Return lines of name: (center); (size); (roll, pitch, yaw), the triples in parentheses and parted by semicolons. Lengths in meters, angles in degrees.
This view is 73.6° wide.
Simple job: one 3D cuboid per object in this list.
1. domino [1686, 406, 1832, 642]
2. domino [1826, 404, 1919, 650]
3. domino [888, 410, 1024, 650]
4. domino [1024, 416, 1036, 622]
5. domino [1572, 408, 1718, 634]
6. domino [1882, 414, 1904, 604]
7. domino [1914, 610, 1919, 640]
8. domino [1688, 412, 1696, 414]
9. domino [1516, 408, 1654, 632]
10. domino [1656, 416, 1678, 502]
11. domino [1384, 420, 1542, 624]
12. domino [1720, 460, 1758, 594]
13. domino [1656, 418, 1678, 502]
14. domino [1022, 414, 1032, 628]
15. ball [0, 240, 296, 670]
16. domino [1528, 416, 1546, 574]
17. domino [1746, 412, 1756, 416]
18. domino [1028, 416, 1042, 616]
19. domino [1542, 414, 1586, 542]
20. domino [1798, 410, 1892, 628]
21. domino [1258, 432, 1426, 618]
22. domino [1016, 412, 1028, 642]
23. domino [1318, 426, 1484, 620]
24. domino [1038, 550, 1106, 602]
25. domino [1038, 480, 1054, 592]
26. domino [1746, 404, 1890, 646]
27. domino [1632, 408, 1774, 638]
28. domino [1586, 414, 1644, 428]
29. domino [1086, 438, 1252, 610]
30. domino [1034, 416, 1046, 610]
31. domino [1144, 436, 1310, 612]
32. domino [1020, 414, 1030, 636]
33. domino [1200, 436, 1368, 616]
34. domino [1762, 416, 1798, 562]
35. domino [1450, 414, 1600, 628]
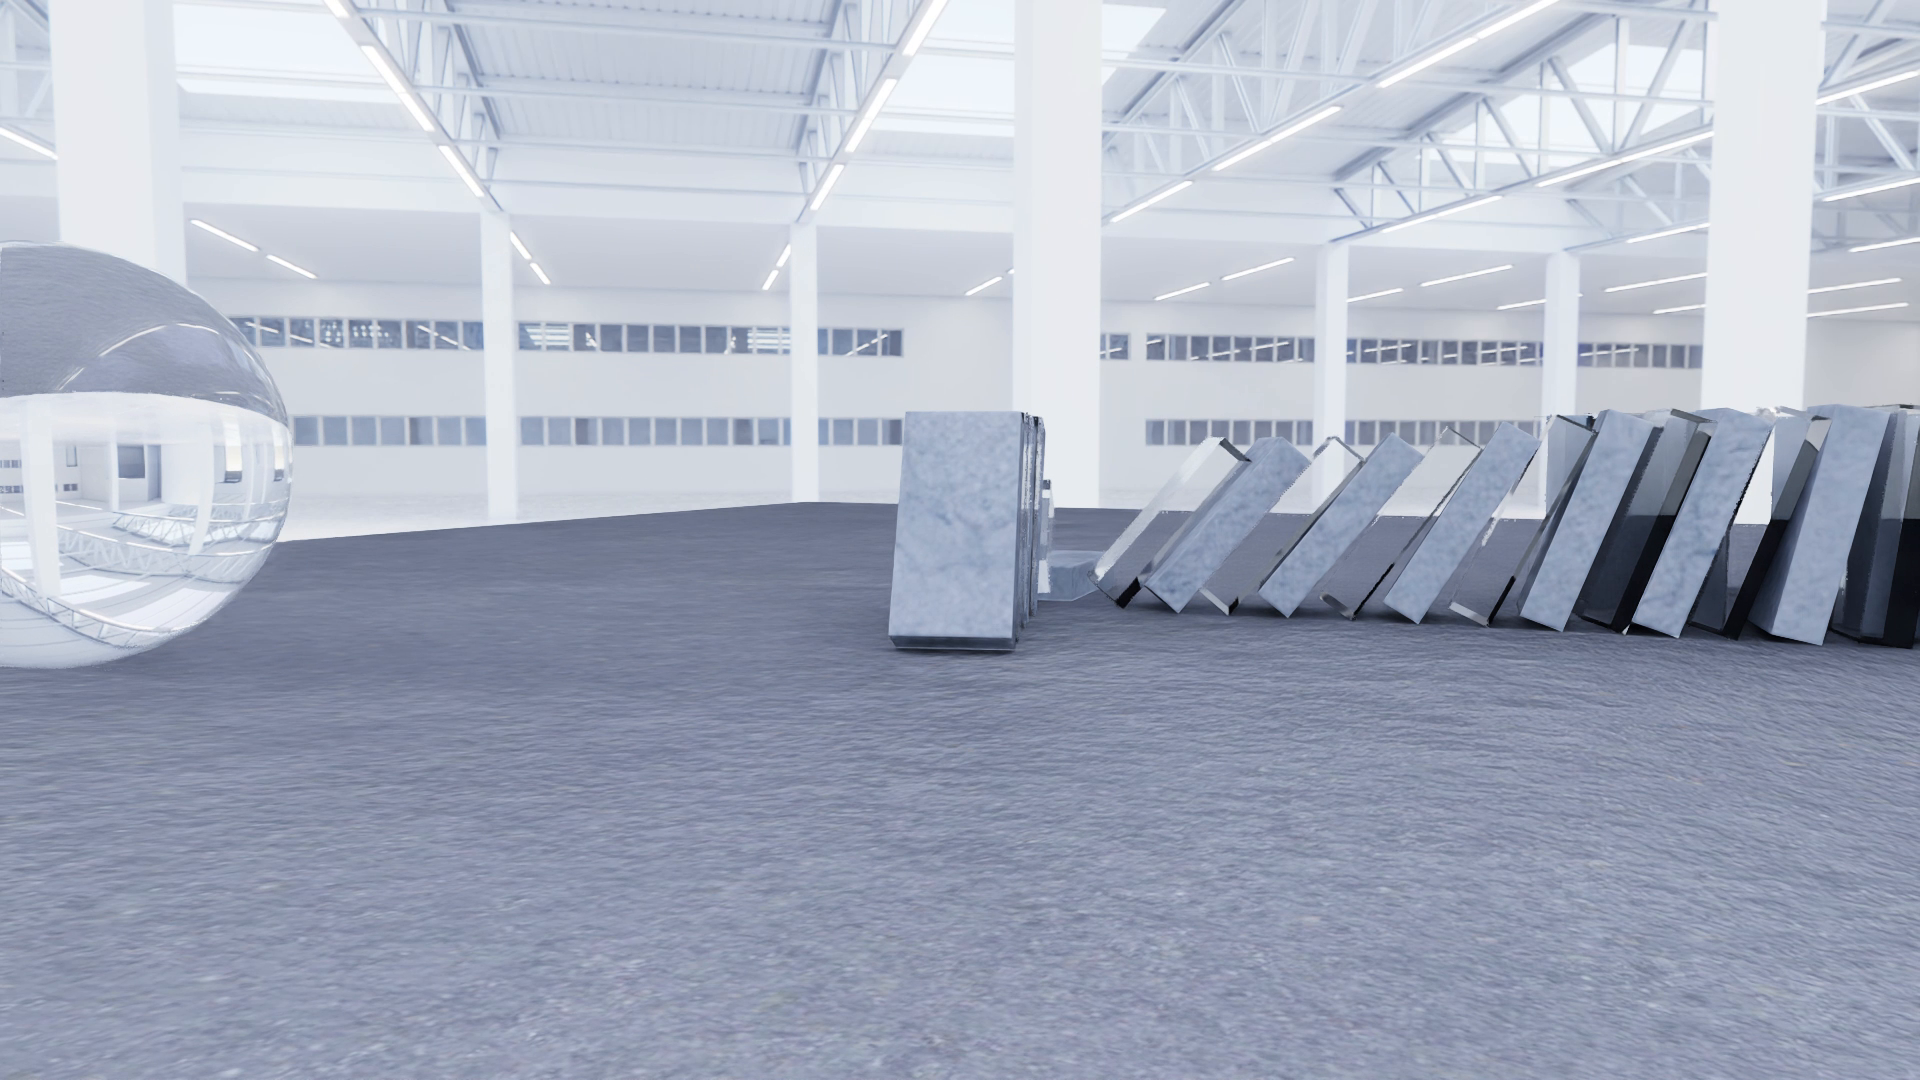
domino: (0.175, -0.004, 0.285); (0.009, 0.050, 0.025); (21, 11, 19)
domino: (0.199, -0.004, 0.277); (0.009, 0.050, 0.025); (7, 6, 17)
domino: (0.000, -0.002, 0.271); (0.025, 0.050, 0.010); (1, -20, 8)
domino: (0.005, -0.006, 0.312); (0.025, 0.050, 0.010); (1, -20, 8)
domino: (0.156, -0.005, 0.295); (0.009, 0.050, 0.025); (21, 10, 14)
domino: (0.257, -0.008, 0.343); (0.025, 0.050, 0.009); (-2, 5, -23)
domino: (0.213, -0.003, 0.274); (0.009, 0.050, 0.025); (3, 4, 1)
domino: (0.180, -0.006, 0.313); (0.010, 0.050, 0.025); (3, 5, 32)
domino: (0.145, -0.005, 0.299); (0.009, 0.050, 0.025); (23, 12, 19)
domino: (0.196, -0.011, 0.375); (0.009, 0.050, 0.025); (-2, 5, -21)
domino: (0.121, -0.005, 0.310); (0.009, 0.050, 0.025); (34, 15, 16)
domino: (0.227, -0.011, 0.377); (0.009, 0.050, 0.025); (2, 5, 25)
domino: (0.211, -0.011, 0.379); (0.010, 0.050, 0.025); (0, 4, -5)
domino: (0.003, -0.005, 0.302); (0.025, 0.050, 0.009); (1, -20, 8)
ball: (-0.171, -0.016, 0.242); (0.080, 0.080, 0.080); (0, 4, 0)
domino: (0.172, -0.009, 0.357); (0.025, 0.050, 0.010); (2, 5, 23)
domino: (0.195, -0.006, 0.309); (0.009, 0.050, 0.025); (1, 4, 8)
domino: (0.007, -0.006, 0.322); (0.025, 0.050, 0.009); (1, -20, 9)
domino: (0.170, -0.008, 0.341); (0.025, 0.050, 0.009); (0, 4, -1)
domino: (0.210, -0.006, 0.307); (0.009, 0.050, 0.025); (1, 4, 13)
domino: (0.095, -0.004, 0.321); (0.009, 0.050, 0.025); (40, 13, 10)
domino: (0.001, -0.003, 0.281); (0.025, 0.050, 0.010); (1, -20, 8)
domino: (0.108, -0.004, 0.316); (0.009, 0.050, 0.025); (37, 15, 13)
domino: (0.027, 0.010, 0.374); (0.025, 0.010, 0.050); (2, 5, 19)
domino: (0.013, -0.001, 0.357); (0.025, 0.010, 0.050); (-5, 27, 8)
domino: (0.187, -0.004, 0.281); (0.009, 0.050, 0.025); (14, 9, 20)
domino: (0.165, -0.004, 0.290); (0.009, 0.050, 0.025); (21, 10, 14)
domino: (0.172, -0.007, 0.327); (0.025, 0.050, 0.009); (-2, 5, -21)
domino: (0.055, -0.005, 0.341); (0.010, 0.050, 0.025); (41, 3, -3)
domino: (0.008, -0.007, 0.333); (0.025, 0.050, 0.010); (1, -20, 10)
domino: (0.067, -0.004, 0.332); (0.009, 0.050, 0.025); (41, 3, -3)
domino: (0.002, -0.004, 0.291); (0.025, 0.050, 0.010); (1, -20, 8)
domino: (0.081, -0.004, 0.326); (0.010, 0.050, 0.025); (41, 11, 6)
domino: (0.239, -0.010, 0.368); (0.010, 0.050, 0.025); (4, 6, 43)
domino: (0.133, -0.005, 0.305); (0.010, 0.050, 0.025); (29, 14, 17)
